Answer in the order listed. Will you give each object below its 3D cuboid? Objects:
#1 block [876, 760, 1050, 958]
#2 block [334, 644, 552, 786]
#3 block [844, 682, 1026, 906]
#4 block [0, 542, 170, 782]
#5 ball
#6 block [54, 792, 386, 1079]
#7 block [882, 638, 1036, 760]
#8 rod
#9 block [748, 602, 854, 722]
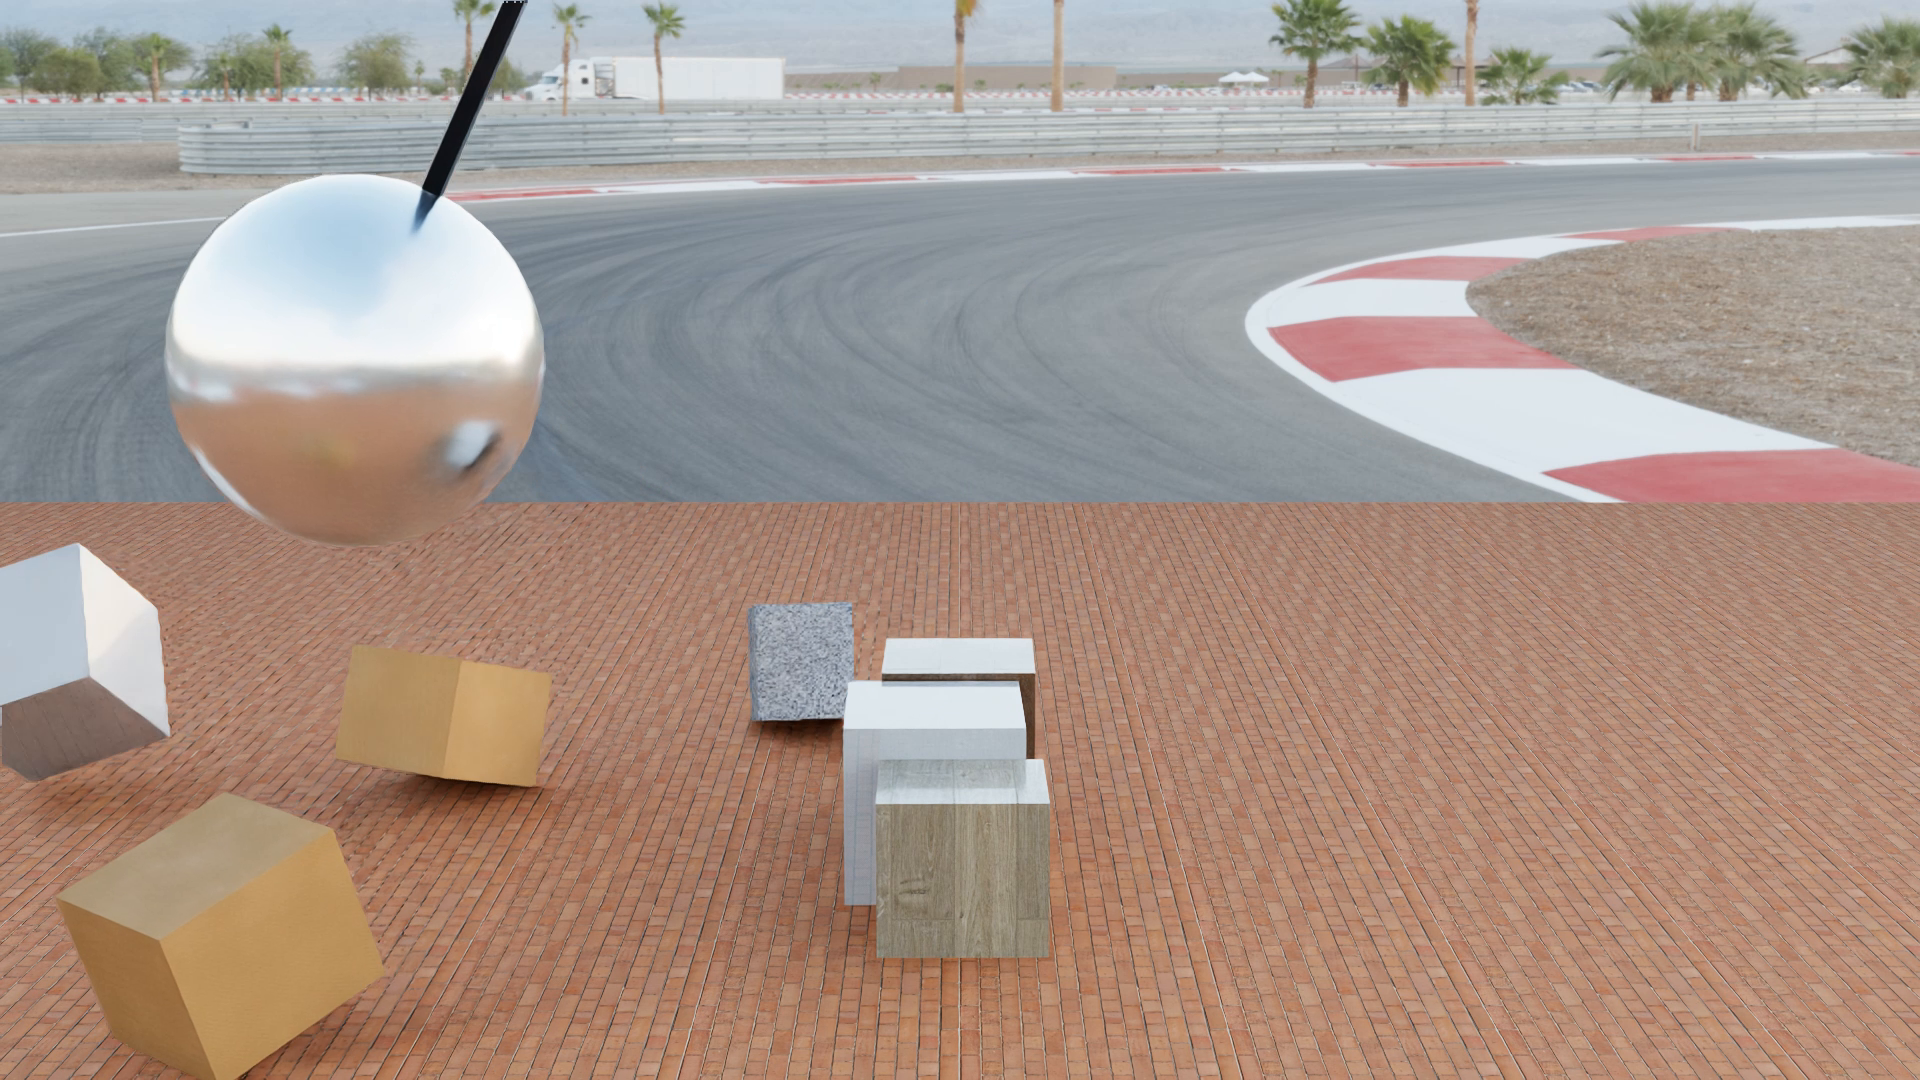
[{"bbox_3d":[0.008,1.305,10.593,0.693,0.642,0.668,0,10,-1],"label":"block"},{"bbox_3d":[-2.548,0.869,12.687,0.694,0.568,0.701,6,-5,30],"label":"block"},{"bbox_3d":[-0.113,1.102,11.334,0.774,0.776,0.857,0,10,-1],"label":"block"},{"bbox_3d":[-4.473,0.614,12.679,0.751,0.749,0.783,-18,-29,5],"label":"block"},{"bbox_3d":[-2.592,-0.769,11.041,1.600,1.600,1.600,0,10,0],"label":"ball"},{"bbox_3d":[-2.680,1.437,9.325,0.704,0.631,0.746,9,33,41],"label":"block"},{"bbox_3d":[-0.005,0.940,12.135,0.702,0.808,0.728,0,10,0],"label":"block"},{"bbox_3d":[-1.123,-3.785,10.492,0.080,5.200,0.080,25,9,-4],"label":"rod"},{"bbox_3d":[-0.860,0.664,13.882,0.516,0.614,0.536,-2,-4,-9],"label":"block"}]
